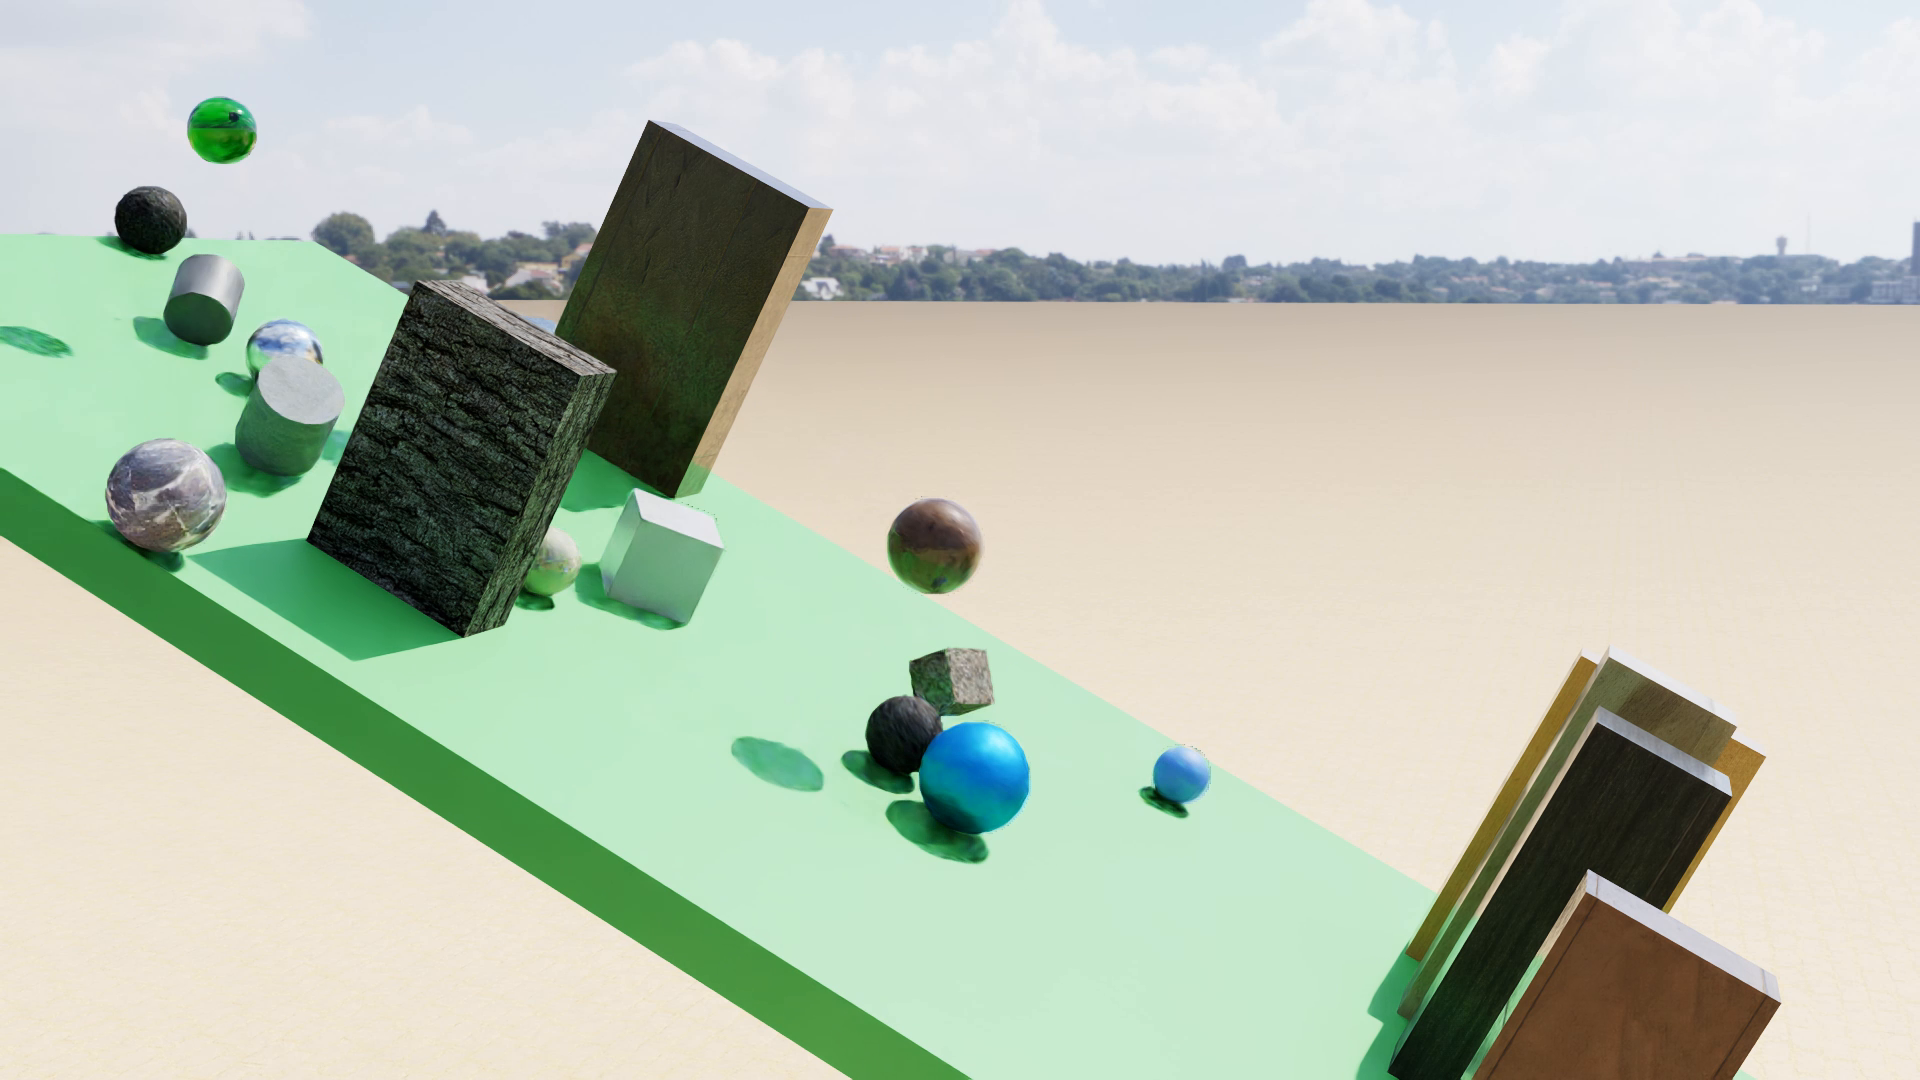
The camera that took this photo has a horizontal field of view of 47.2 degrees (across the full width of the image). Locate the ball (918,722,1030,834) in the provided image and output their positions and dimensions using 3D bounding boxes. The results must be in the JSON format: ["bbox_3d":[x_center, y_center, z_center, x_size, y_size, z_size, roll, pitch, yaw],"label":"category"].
[{"bbox_3d":[0.025,0.418,3.873,0.197,0.197,0.197,0,7,0],"label":"ball"}]

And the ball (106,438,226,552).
[{"bbox_3d":[-1.225,-0.069,3.394,0.176,0.176,0.176,0,7,0],"label":"ball"}]

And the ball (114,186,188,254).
[{"bbox_3d":[-1.764,-0.698,4.793,0.150,0.150,0.150,0,7,0],"label":"ball"}]

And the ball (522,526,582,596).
[{"bbox_3d":[-0.751,0.038,3.975,0.129,0.129,0.129,0,7,0],"label":"ball"}]

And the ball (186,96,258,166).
[{"bbox_3d":[-1.385,-0.768,4.130,0.127,0.127,0.127,0,7,0],"label":"ball"}]

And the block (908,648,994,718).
[{"bbox_3d":[-0.017,0.278,4.279,0.109,0.109,0.109,6,-21,-45],"label":"block"}]

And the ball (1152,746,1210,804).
[{"bbox_3d":[0.460,0.489,4.577,0.117,0.117,0.117,0,7,0],"label":"ball"}]

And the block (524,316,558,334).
[{"bbox_3d":[-0.979,-0.418,5.152,0.152,0.152,0.152,32,14,21],"label":"block"}]

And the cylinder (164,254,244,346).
[{"bbox_3d":[-1.502,-0.479,4.373,0.130,0.130,0.130,0,44,-4],"label":"cylinder"}]

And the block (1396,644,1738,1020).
[{"bbox_3d":[1.101,0.592,4.014,0.246,0.772,0.143,30,14,12],"label":"block"}]

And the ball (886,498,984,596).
[{"bbox_3d":[-0.045,0.011,3.920,0.173,0.173,0.173,0,7,0],"label":"ball"}]

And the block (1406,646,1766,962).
[{"bbox_3d":[1.219,0.611,4.316,0.385,0.697,0.105,30,14,12],"label":"block"}]

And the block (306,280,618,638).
[{"bbox_3d":[-0.838,-0.139,3.694,0.332,0.493,0.139,30,14,12],"label":"block"}]

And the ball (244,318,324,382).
[{"bbox_3d":[-1.325,-0.359,4.316,0.149,0.149,0.149,0,7,0],"label":"ball"}]

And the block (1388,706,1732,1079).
[{"bbox_3d":[1.015,0.657,3.743,0.241,0.712,0.148,30,14,12],"label":"block"}]

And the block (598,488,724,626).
[{"bbox_3d":[-0.577,0.031,4.233,0.169,0.169,0.169,21,15,-21],"label":"block"}]

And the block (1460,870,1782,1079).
[{"bbox_3d":[0.868,0.812,3.125,0.290,0.612,0.120,30,14,12],"label":"block"}]

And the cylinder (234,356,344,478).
[{"bbox_3d":[-1.196,-0.219,3.923,0.153,0.153,0.153,-6,-32,-40],"label":"cylinder"}]

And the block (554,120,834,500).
[{"bbox_3d":[-0.640,-0.515,4.935,0.423,0.722,0.148,30,14,12],"label":"block"}]

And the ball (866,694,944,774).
[{"bbox_3d":[-0.100,0.353,3.993,0.143,0.143,0.143,0,7,0],"label":"ball"}]

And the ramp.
[{"bbox_3d":[-0.230,0.384,4.152,4.000,0.100,2.000,30,14,12],"label":"ramp"}]
